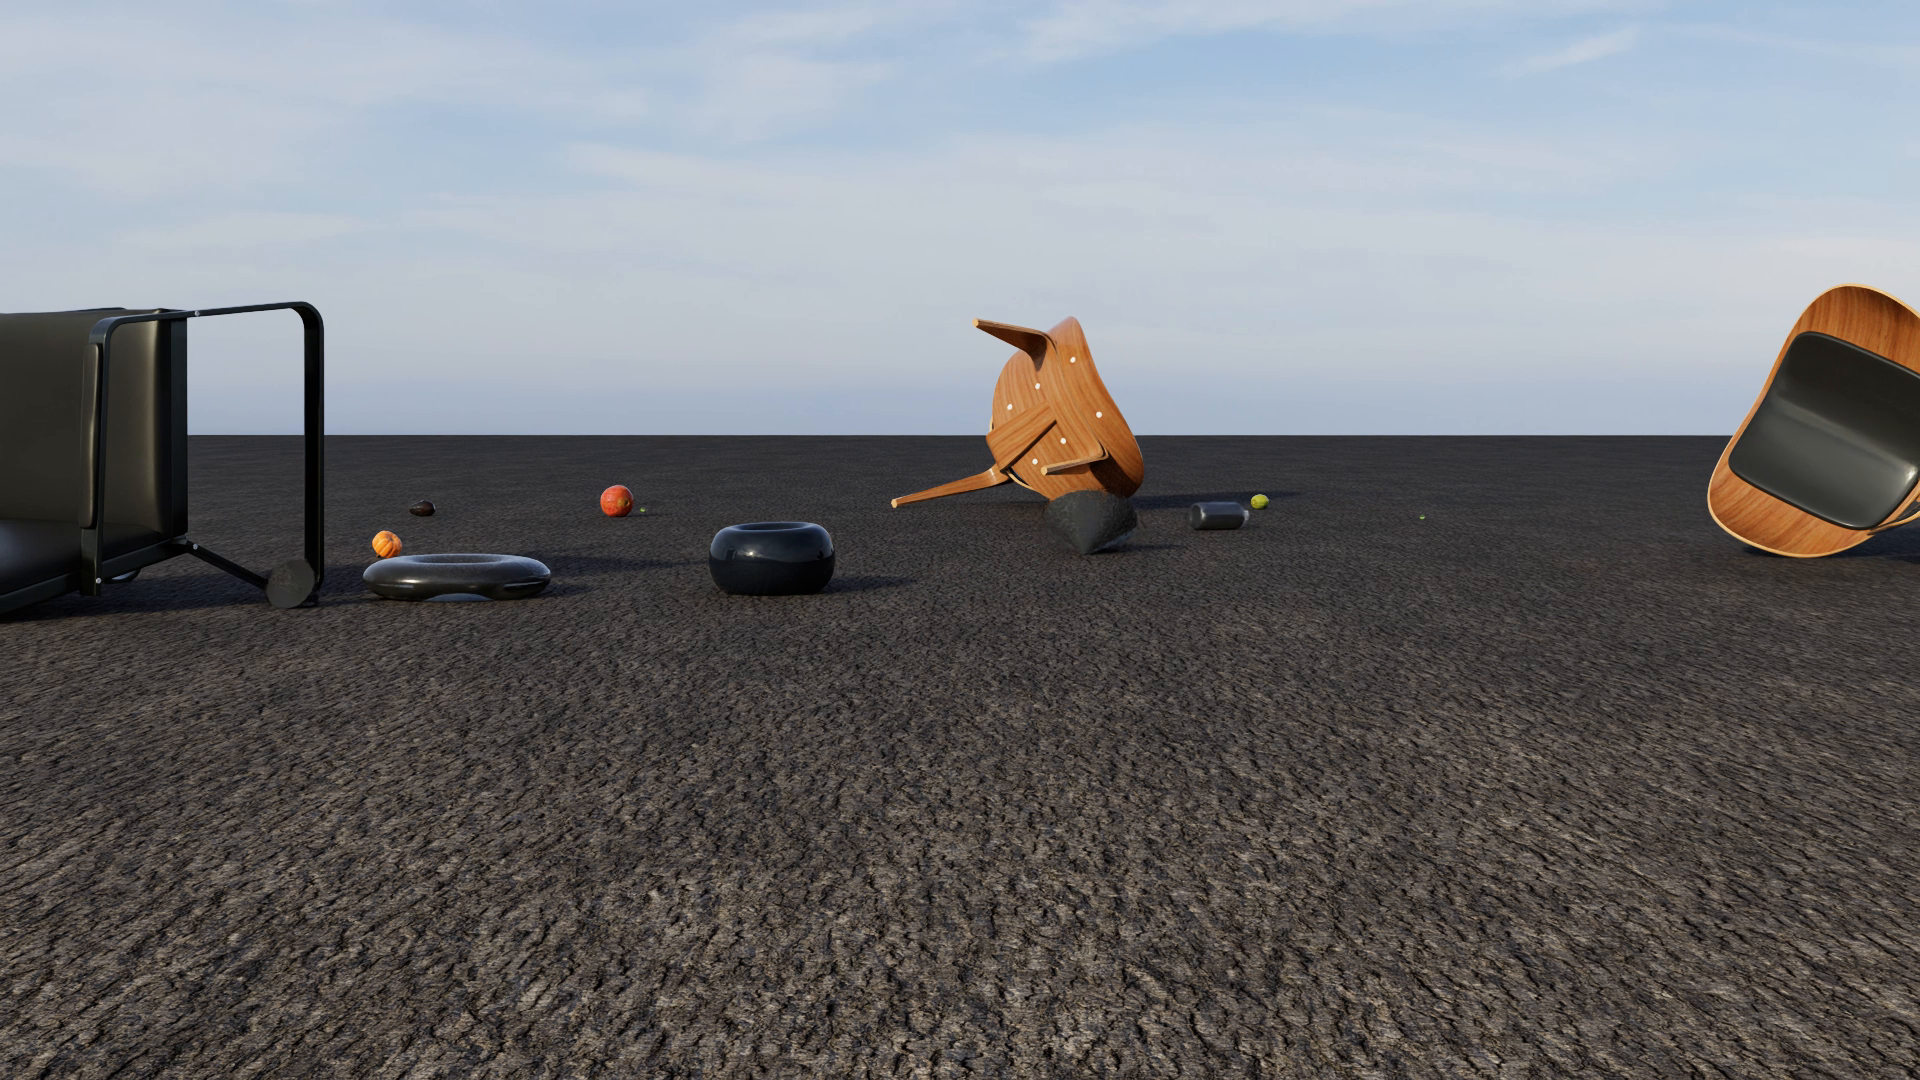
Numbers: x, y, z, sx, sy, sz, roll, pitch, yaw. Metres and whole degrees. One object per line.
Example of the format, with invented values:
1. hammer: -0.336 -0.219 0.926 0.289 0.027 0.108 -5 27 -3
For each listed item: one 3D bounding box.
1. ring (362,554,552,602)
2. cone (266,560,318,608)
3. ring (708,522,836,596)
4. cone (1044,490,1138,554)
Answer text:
1. ring: -1.090 0.081 4.776 0.402 0.082 0.358 -1 5 -21
2. cone: -1.358 0.112 4.559 0.128 0.109 0.094 26 -14 34
3. ring: -0.417 0.042 4.887 0.282 0.146 0.316 -2 5 -3
4. cone: 0.348 -0.007 6.020 0.262 0.197 0.172 0 34 11
